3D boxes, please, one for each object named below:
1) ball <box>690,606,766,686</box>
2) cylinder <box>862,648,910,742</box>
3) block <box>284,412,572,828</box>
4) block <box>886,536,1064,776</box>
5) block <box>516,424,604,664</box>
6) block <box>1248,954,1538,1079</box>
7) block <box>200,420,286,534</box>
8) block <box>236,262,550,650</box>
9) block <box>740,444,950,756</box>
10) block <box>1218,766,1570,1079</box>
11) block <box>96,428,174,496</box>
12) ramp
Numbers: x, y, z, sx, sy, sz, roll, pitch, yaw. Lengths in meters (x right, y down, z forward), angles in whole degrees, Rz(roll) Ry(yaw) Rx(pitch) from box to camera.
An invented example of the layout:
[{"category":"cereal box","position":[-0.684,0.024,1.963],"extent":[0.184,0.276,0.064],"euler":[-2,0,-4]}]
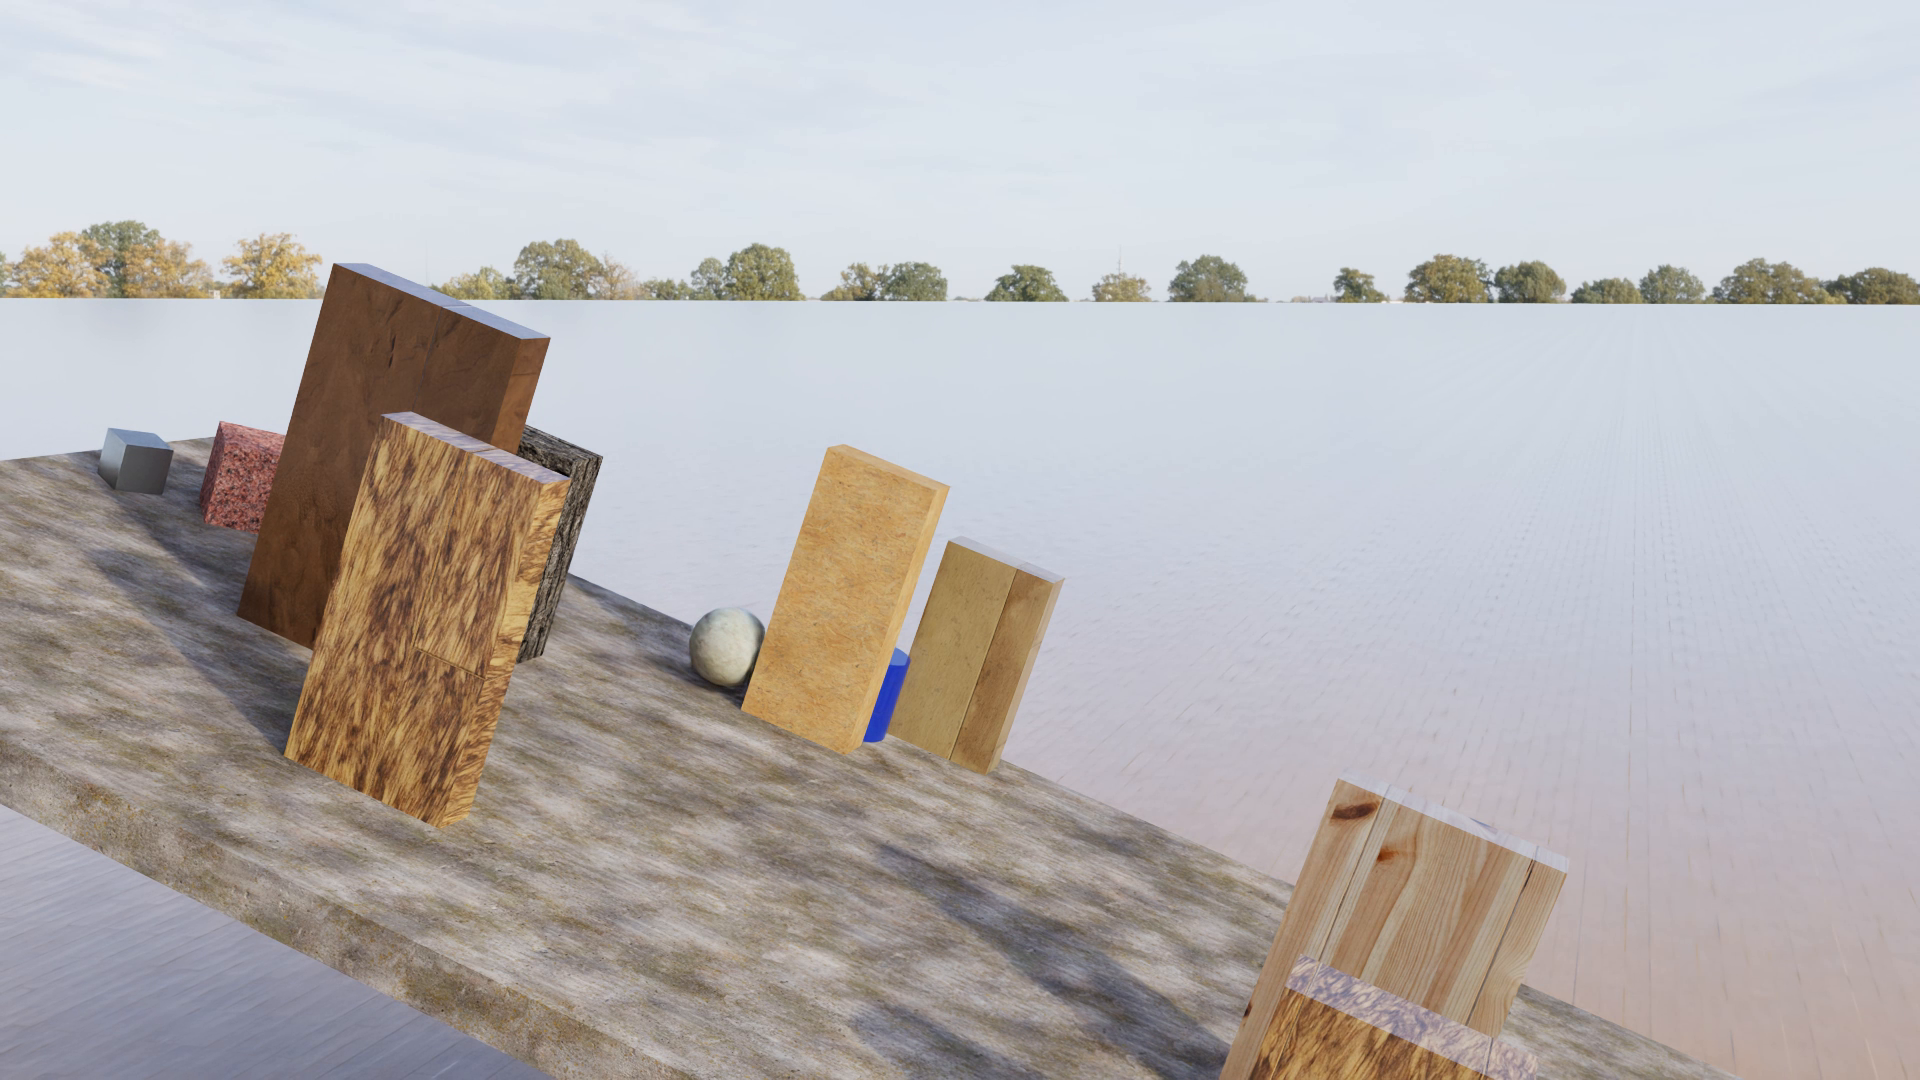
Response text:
[{"category":"ball","position":[-0.512,0.237,4.888],"extent":[0.179,0.179,0.179],"euler":[0,7,0]},{"category":"cylinder","position":[-0.229,0.331,4.961],"extent":[0.188,0.188,0.188],"euler":[18,12,-4]},{"category":"block","position":[-0.908,0.135,3.736],"extent":[0.319,0.629,0.095],"euler":[22,12,14]},{"category":"block","position":[0.030,0.261,4.991],"extent":[0.260,0.472,0.100],"euler":[22,12,14]},{"category":"block","position":[-1.000,-0.018,4.667],"extent":[0.340,0.461,0.140],"euler":[22,12,14]},{"category":"block","position":[0.533,0.876,3.021],"extent":[0.346,0.487,0.149],"euler":[22,12,14]},{"category":"block","position":[-1.585,-0.134,4.940],"extent":[0.186,0.186,0.186],"euler":[13,14,-26]},{"category":"block","position":[-1.110,-0.119,4.290],"extent":[0.422,0.737,0.118],"euler":[22,12,14]},{"category":"block","position":[-0.251,0.129,4.790],"extent":[0.258,0.619,0.105],"euler":[22,12,14]},{"category":"block","position":[0.693,0.731,3.592],"extent":[0.382,0.617,0.092],"euler":[22,12,14]},{"category":"block","position":[-1.841,-0.175,4.909],"extent":[0.109,0.109,0.109],"euler":[7,17,-45]},{"category":"ramp","position":[-0.337,0.620,4.213],"extent":[4.000,0.100,2.000],"euler":[22,12,14]}]
